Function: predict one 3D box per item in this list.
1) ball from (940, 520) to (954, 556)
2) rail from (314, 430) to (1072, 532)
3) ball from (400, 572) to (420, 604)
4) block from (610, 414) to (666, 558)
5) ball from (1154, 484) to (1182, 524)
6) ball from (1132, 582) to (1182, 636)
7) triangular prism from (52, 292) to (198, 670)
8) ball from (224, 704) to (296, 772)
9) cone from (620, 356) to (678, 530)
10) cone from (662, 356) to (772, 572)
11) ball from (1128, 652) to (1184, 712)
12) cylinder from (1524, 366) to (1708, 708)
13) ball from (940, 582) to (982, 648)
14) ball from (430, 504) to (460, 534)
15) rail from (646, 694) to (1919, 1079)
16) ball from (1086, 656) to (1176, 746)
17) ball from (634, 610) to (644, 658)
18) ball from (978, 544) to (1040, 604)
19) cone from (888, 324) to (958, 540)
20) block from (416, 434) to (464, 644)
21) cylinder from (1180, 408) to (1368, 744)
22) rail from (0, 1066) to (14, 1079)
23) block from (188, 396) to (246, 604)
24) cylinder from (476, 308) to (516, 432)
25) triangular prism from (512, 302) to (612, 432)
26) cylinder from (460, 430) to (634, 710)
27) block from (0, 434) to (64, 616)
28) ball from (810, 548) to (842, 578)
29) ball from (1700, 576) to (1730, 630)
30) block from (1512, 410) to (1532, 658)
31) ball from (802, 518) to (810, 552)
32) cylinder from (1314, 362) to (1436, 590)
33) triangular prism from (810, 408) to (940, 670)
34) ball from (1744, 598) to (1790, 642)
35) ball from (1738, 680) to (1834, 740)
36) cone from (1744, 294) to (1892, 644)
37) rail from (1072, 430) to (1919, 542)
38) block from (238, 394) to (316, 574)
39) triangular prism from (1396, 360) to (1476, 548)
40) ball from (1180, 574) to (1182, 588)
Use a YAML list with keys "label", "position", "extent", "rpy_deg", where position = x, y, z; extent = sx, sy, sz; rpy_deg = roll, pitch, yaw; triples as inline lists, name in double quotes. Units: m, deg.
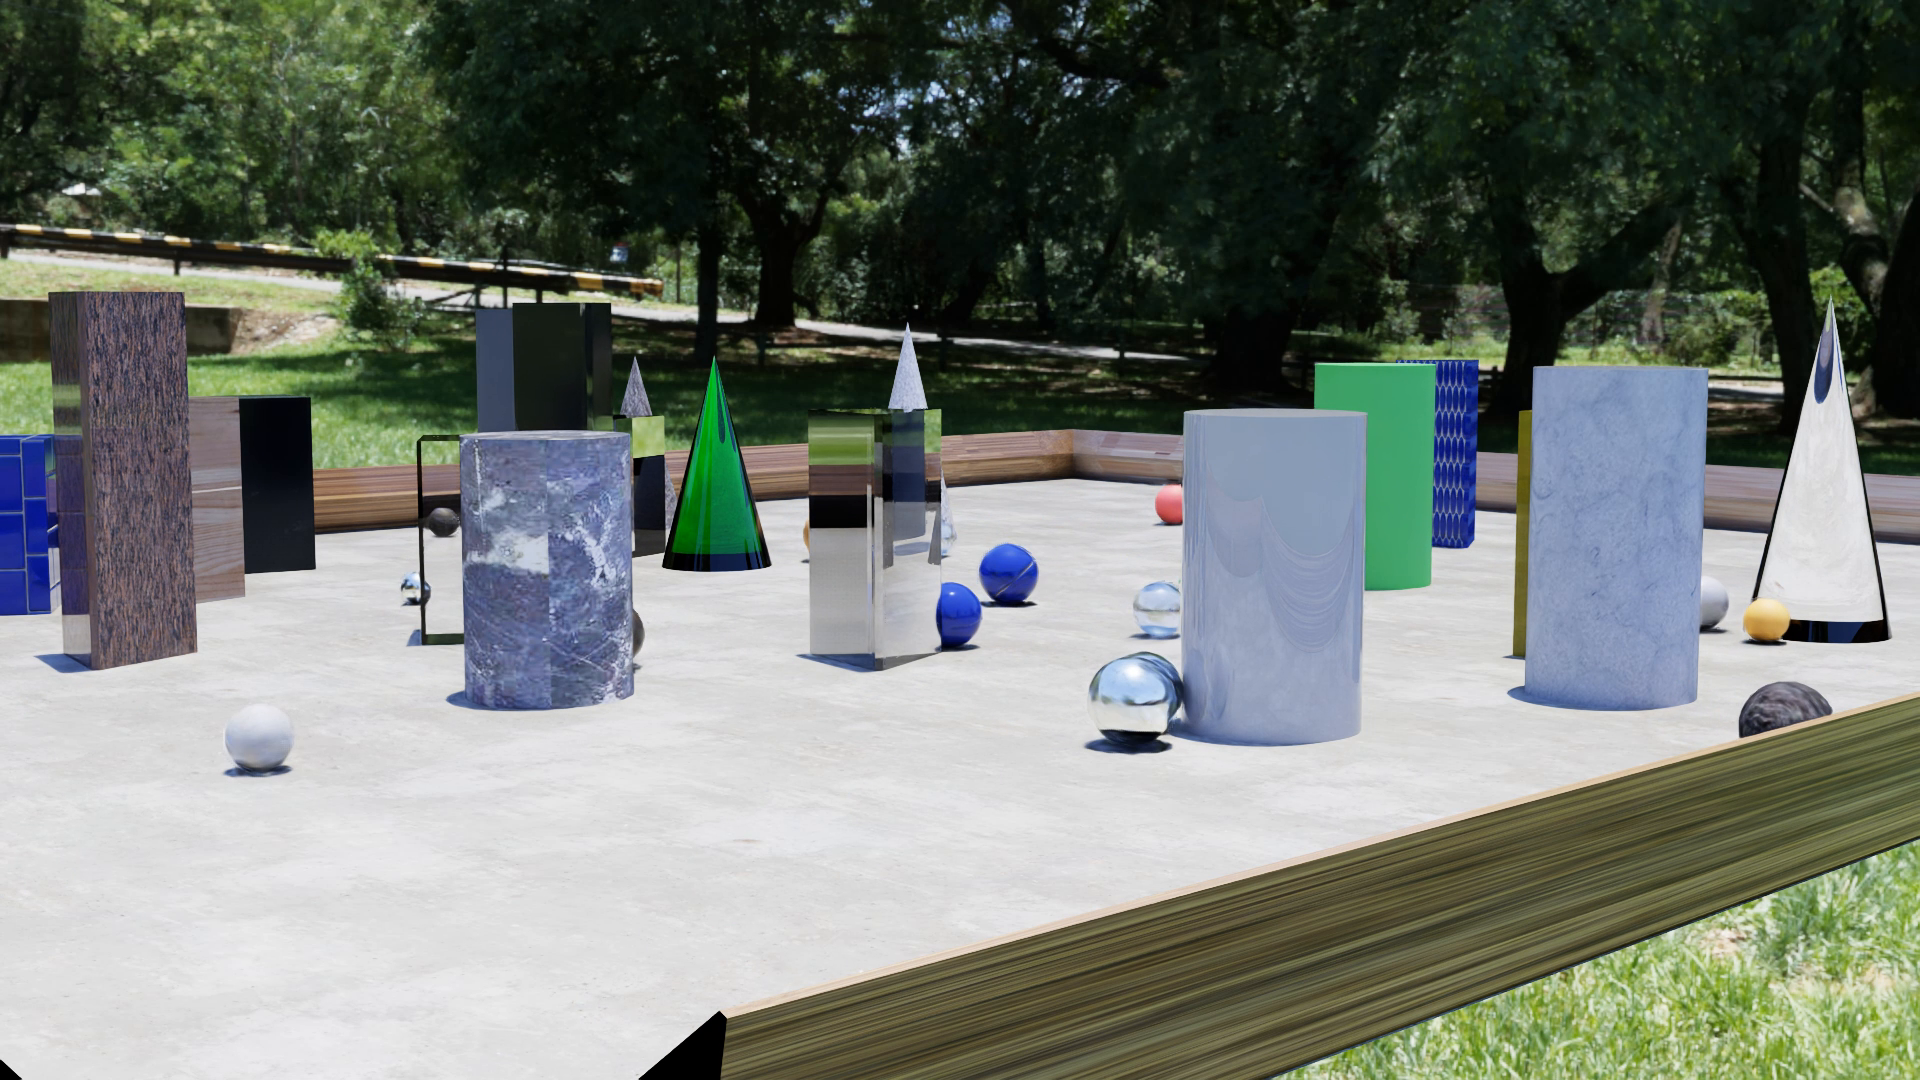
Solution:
- label: "ball"
  position: [-0.044, -0.003, 3.958]
  extent: [0.067, 0.067, 0.067]
  rpy_deg: [0, 6, 0]
- label: "rail"
  position: [-1.101, -0.092, 4.518]
  extent: [3.853, 0.125, 0.045]
  rpy_deg: [-6, 8, -42]
- label: "ball"
  position: [-0.822, 0.072, 3.331]
  extent: [0.048, 0.048, 0.048]
  rpy_deg: [0, 6, 0]
- label: "block"
  position: [-0.643, -0.098, 3.985]
  extent: [0.154, 0.251, 0.154]
  rpy_deg: [3, 7, 28]
- label: "ball"
  position: [0.444, -0.074, 4.559]
  extent: [0.082, 0.082, 0.082]
  rpy_deg: [0, 6, 0]
- label: "ball"
  position: [0.272, 0.094, 2.998]
  extent: [0.074, 0.074, 0.074]
  rpy_deg: [0, 6, 0]
- label: "triangular prism"
  position: [-1.053, -0.082, 2.800]
  extent: [0.144, 0.466, 0.167]
  rpy_deg: [-4, 7, -33]
- label: "ball"
  position: [-0.676, 0.191, 2.124]
  extent: [0.065, 0.065, 0.065]
  rpy_deg: [0, 6, 0]
- label: "cone"
  position: [-0.662, -0.202, 4.494]
  extent: [0.193, 0.350, 0.193]
  rpy_deg: [0, 6, 0]
- label: "cone"
  position: [-0.423, -0.138, 3.810]
  extent: [0.193, 0.366, 0.193]
  rpy_deg: [0, 6, 0]
- label: "ball"
  position: [0.195, 0.160, 2.333]
  extent: [0.083, 0.083, 0.083]
  rpy_deg: [0, 6, 0]
- label: "cylinder"
  position: [0.754, -0.009, 2.532]
  extent: [0.193, 0.377, 0.193]
  rpy_deg: [0, 6, 0]
- label: "ball"
  position: [-0.013, 0.099, 2.900]
  extent: [0.086, 0.086, 0.086]
  rpy_deg: [0, 6, 0]
- label: "ball"
  position: [-1.021, -0.041, 4.357]
  extent: [0.059, 0.059, 0.059]
  rpy_deg: [0, 6, 0]
- label: "rail"
  position: [1.101, 0.157, 2.146]
  extent: [3.853, 0.125, 0.045]
  rpy_deg: [-6, 8, -42]
- label: "ball"
  position: [0.175, 0.164, 2.246]
  extent: [0.092, 0.092, 0.092]
  rpy_deg: [0, 6, 0]
- label: "ball"
  position: [-0.434, 0.117, 2.736]
  extent: [0.083, 0.083, 0.083]
  rpy_deg: [0, 6, 0]
- label: "ball"
  position: [0.074, 0.051, 3.324]
  extent: [0.091, 0.091, 0.091]
  rpy_deg: [0, 6, 0]
- label: "cone"
  position: [-0.101, -0.211, 4.249]
  extent: [0.193, 0.420, 0.193]
  rpy_deg: [0, 6, 0]
- label: "block"
  position: [-0.653, -0.004, 2.997]
  extent: [0.154, 0.271, 0.154]
  rpy_deg: [-1, 6, -10]
- label: "cylinder"
  position: [0.332, 0.033, 2.335]
  extent: [0.193, 0.335, 0.193]
  rpy_deg: [0, 6, 0]
- label: "rail"
  position: [-1.399, 0.167, 2.049]
  extent: [0.045, 0.125, 3.294]
  rpy_deg: [-6, 8, -42]
- label: "block"
  position: [-1.213, -0.063, 3.366]
  extent: [0.154, 0.310, 0.154]
  rpy_deg: [3, 7, 29]
- label: "cylinder"
  position: [-0.816, -0.215, 4.170]
  extent: [0.193, 0.444, 0.193]
  rpy_deg: [0, 6, 0]
- label: "triangular prism"
  position: [-0.630, -0.168, 3.672]
  extent: [0.167, 0.455, 0.144]
  rpy_deg: [4, 7, 32]
- label: "cylinder"
  position: [-0.475, 0.029, 2.533]
  extent: [0.193, 0.301, 0.193]
  rpy_deg: [0, 6, 0]
- label: "block"
  position: [-1.425, -0.024, 3.262]
  extent: [0.154, 0.255, 0.154]
  rpy_deg: [-2, 6, -14]
- label: "ball"
  position: [-0.222, 0.038, 3.638]
  extent: [0.051, 0.051, 0.051]
  rpy_deg: [0, 6, 0]
- label: "ball"
  position: [1.031, 0.087, 3.059]
  extent: [0.076, 0.076, 0.076]
  rpy_deg: [0, 6, 0]
- label: "block"
  position: [0.820, -0.008, 2.819]
  extent: [0.154, 0.315, 0.154]
  rpy_deg: [6, 8, 43]
- label: "ball"
  position: [-0.229, -0.010, 3.887]
  extent: [0.096, 0.096, 0.096]
  rpy_deg: [0, 6, 0]
- label: "cylinder"
  position: [0.671, -0.107, 3.572]
  extent: [0.193, 0.355, 0.193]
  rpy_deg: [0, 6, 0]
- label: "triangular prism"
  position: [-0.086, -0.007, 2.804]
  extent: [0.144, 0.317, 0.167]
  rpy_deg: [-4, 7, -34]
- label: "ball"
  position: [1.079, 0.108, 2.941]
  extent: [0.059, 0.059, 0.059]
  rpy_deg: [0, 6, 0]
- label: "ball"
  position: [0.795, 0.180, 2.113]
  extent: [0.089, 0.089, 0.089]
  rpy_deg: [0, 6, 0]
- label: "cone"
  position: [1.181, -0.103, 3.006]
  extent: [0.193, 0.465, 0.193]
  rpy_deg: [0, 6, 0]
- label: "rail"
  position: [1.399, -0.102, 4.615]
  extent: [0.045, 0.125, 3.294]
  rpy_deg: [-6, 8, -42]
- label: "block"
  position: [-1.210, -0.098, 3.773]
  extent: [0.154, 0.295, 0.154]
  rpy_deg: [-4, 7, -33]
- label: "triangular prism"
  position: [0.939, -0.169, 4.191]
  extent: [0.144, 0.348, 0.167]
  rpy_deg: [-6, 8, -42]
- label: "ball"
  position: [0.368, 0.062, 3.321]
  extent: [0.072, 0.072, 0.072]
  rpy_deg: [0, 6, 0]
